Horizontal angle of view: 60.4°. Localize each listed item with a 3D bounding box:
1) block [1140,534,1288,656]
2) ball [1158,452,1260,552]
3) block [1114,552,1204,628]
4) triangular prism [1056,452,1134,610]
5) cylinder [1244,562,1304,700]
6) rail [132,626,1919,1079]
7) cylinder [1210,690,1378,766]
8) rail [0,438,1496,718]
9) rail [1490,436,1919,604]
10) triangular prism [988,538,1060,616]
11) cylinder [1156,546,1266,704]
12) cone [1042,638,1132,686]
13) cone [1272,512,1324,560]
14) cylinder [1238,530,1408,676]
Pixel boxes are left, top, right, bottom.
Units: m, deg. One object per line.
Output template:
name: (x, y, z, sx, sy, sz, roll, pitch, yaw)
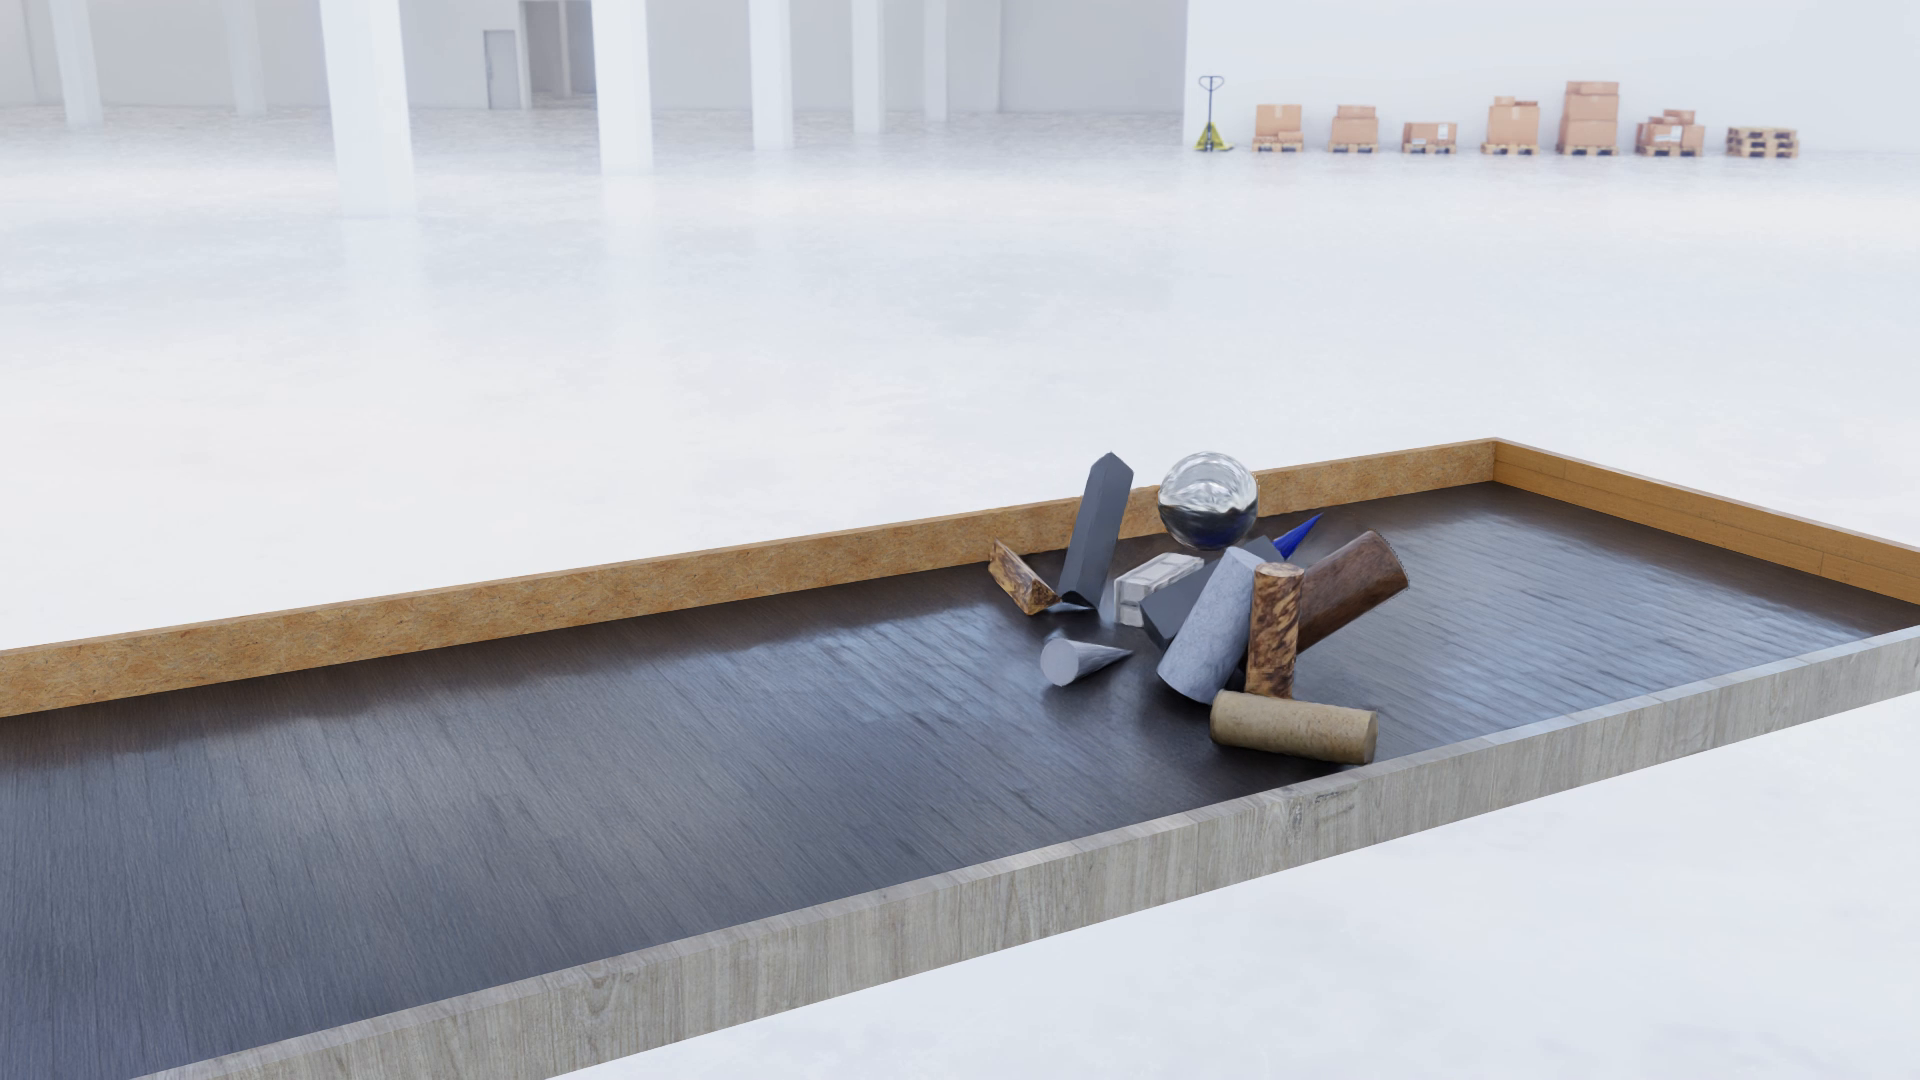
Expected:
block: (0.662, 0.158, 4.222, 0.371, 0.140, 0.140, -27, 52, -6)
ball: (0.674, -0.105, 4.477, 0.273, 0.273, 0.273, 0, 16, 0)
block: (0.564, 0.140, 4.661, 0.123, 0.123, 0.316, 10, 19, 31)
triangular prism: (0.372, -0.027, 4.751, 0.111, 0.441, 0.128, -2, -28, 41)
cylinder: (0.727, 0.248, 3.838, 0.110, 0.377, 0.110, 2, 17, 0)
rail: (-2.336, 1.006, 1.665, 12.000, 0.150, 0.050, -9, 18, -27)
cylinder: (0.746, 0.420, 3.690, 0.348, 0.123, 0.123, 6, 17, 26)
rail: (-3.305, 0.497, 3.399, 12.000, 0.150, 0.050, -9, 18, -27)
rail: (2.466, -0.048, 5.253, 0.050, 0.150, 2.100, -9, 18, -27)
triangular prism: (0.172, 0.093, 4.810, 0.109, 0.094, 0.414, -23, 20, -7)
cylinder: (0.630, 0.206, 3.973, 0.163, 0.348, 0.163, 26, 16, -8)
cone: (0.356, 0.300, 4.232, 0.119, 0.119, 0.323, 15, 11, 41)
cone: (0.807, 0.066, 4.382, 0.426, 0.172, 0.172, -43, 14, 14)
cylinder: (0.876, 0.166, 4.119, 0.455, 0.169, 0.169, -32, 18, 2)
